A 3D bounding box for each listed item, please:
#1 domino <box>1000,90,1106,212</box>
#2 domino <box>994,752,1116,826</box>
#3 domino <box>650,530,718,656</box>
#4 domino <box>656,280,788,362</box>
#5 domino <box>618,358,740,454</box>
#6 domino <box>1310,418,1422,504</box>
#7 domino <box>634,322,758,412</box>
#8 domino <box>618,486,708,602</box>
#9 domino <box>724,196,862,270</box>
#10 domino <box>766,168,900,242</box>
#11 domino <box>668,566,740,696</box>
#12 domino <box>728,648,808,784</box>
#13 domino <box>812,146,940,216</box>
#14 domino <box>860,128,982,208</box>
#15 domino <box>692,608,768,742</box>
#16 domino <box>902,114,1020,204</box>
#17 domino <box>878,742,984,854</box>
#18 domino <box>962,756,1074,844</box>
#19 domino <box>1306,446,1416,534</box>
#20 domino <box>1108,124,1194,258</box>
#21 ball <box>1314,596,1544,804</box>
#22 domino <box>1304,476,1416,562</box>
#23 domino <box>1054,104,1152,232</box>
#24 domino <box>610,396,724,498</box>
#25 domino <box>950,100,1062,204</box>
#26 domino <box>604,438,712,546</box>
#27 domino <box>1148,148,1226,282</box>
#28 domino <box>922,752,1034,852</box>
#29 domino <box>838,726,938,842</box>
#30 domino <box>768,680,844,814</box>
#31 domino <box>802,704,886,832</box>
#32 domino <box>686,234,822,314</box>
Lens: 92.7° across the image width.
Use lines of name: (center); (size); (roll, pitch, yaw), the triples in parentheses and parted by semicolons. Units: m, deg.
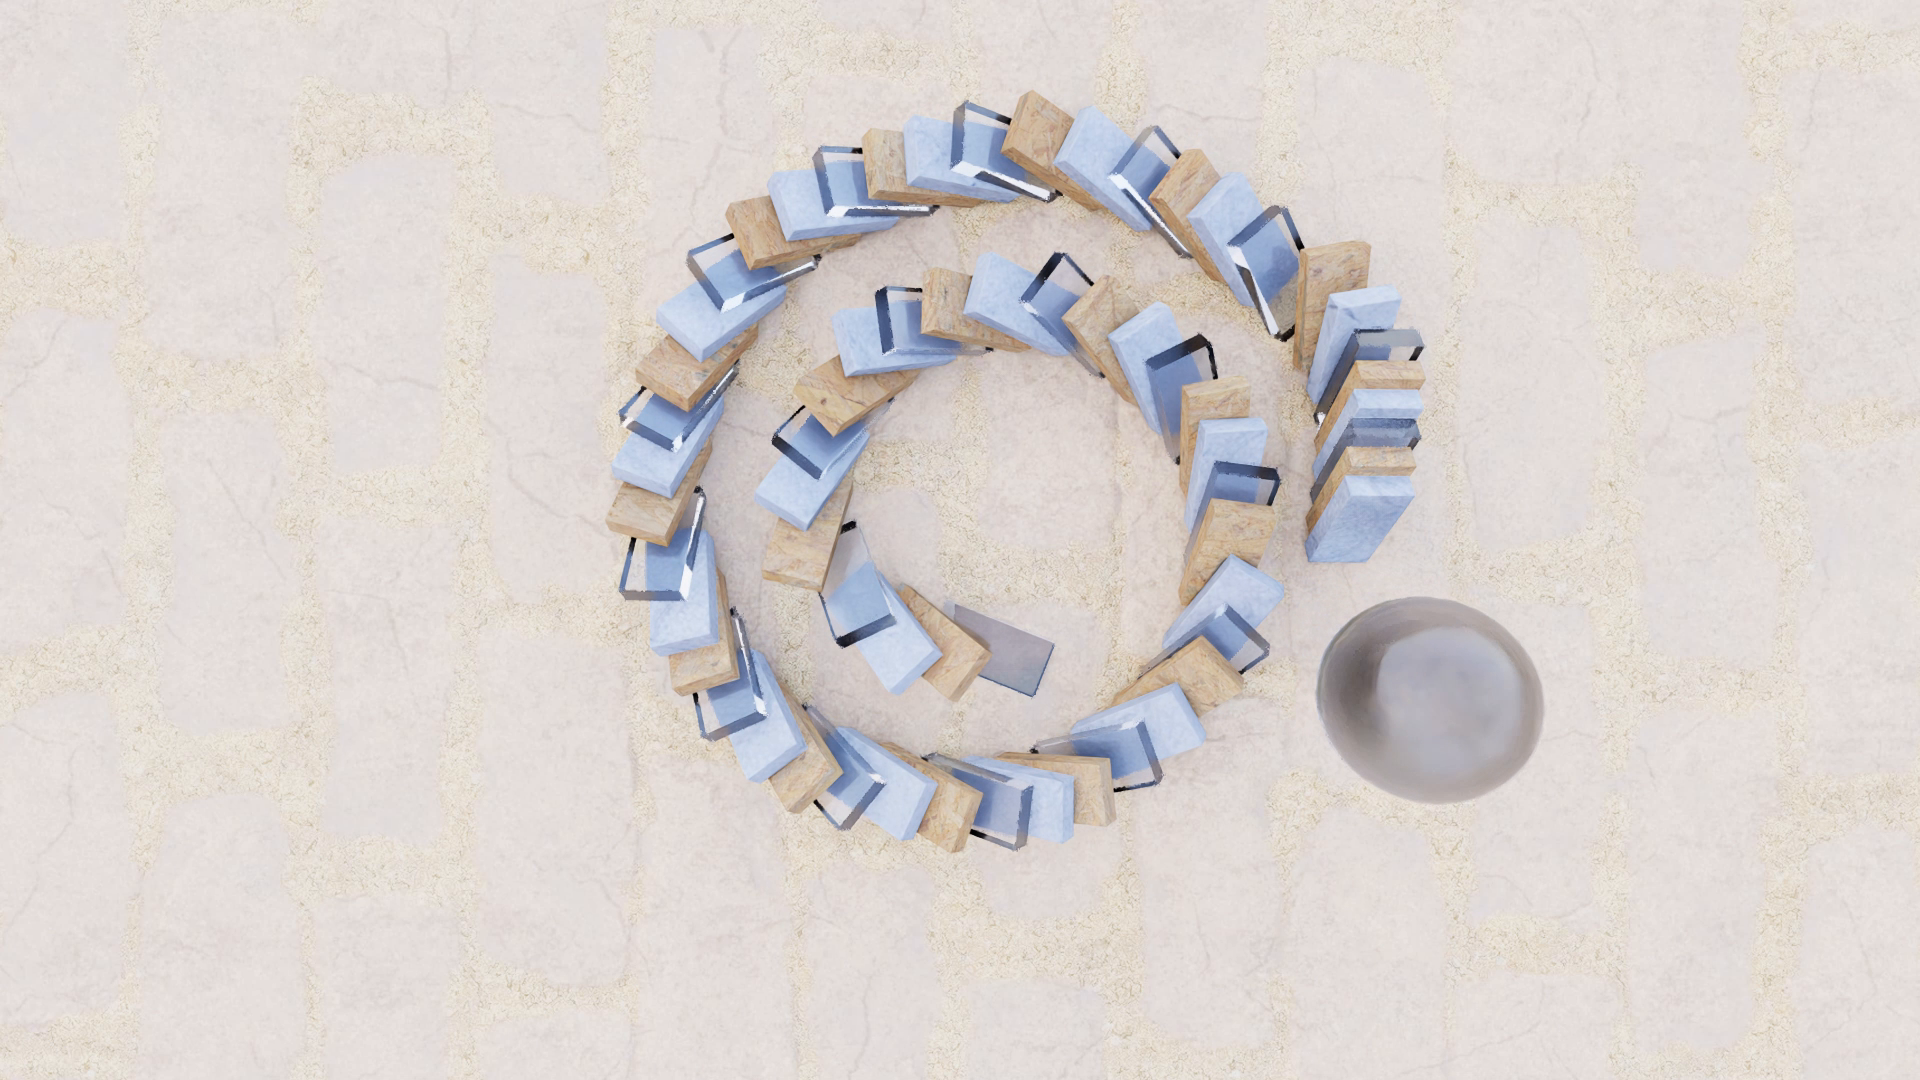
domino: (0.043, -0.162, 0.383); (0.050, 0.010, 0.025); (21, 86, -29)
domino: (0.039, 0.103, 0.381); (0.050, 0.010, 0.025); (-6, 92, 35)
domino: (-0.115, 0.022, 0.382); (0.025, 0.009, 0.050); (-14, 59, 2)
domino: (-0.099, -0.099, 0.383); (0.025, 0.010, 0.050); (42, 60, 1)
domino: (-0.116, -0.062, 0.383); (0.025, 0.009, 0.050); (27, 59, 1)
domino: (0.165, -0.030, 0.376); (0.025, 0.050, 0.010); (0, 58, 0)
domino: (-0.109, -0.079, 0.383); (0.025, 0.009, 0.050); (31, 59, 2)
domino: (-0.123, 0.001, 0.383); (0.025, 0.010, 0.050); (1, 60, 2)
domino: (-0.069, -0.132, 0.384); (0.050, 0.009, 0.025); (-24, 90, -29)
domino: (-0.052, -0.141, 0.383); (0.050, 0.010, 0.025); (-19, 89, -32)
domino: (-0.109, 0.038, 0.383); (0.025, 0.010, 0.050); (-17, 58, 0)
domino: (-0.085, 0.073, 0.382); (0.025, 0.009, 0.050); (-37, 57, 4)
domino: (-0.034, -0.149, 0.383); (0.050, 0.009, 0.025); (-12, 89, -31)
domino: (-0.015, -0.155, 0.383); (0.050, 0.010, 0.025); (-8, 90, -31)
domino: (-0.099, 0.056, 0.382); (0.025, 0.010, 0.050); (-24, 58, 2)
domino: (0.001, -0.158, 0.382); (0.050, 0.010, 0.025); (-3, 88, -32)
domino: (-0.017, 0.107, 0.382); (0.050, 0.010, 0.025); (21, 93, 33)
domino: (0.023, 0.107, 0.381); (0.050, 0.010, 0.025); (3, 95, 35)
domino: (0.163, -0.019, 0.376); (0.025, 0.050, 0.009); (0, 58, 0)
domino: (0.088, -0.145, 0.384); (0.050, 0.009, 0.025); (37, 90, -27)
ball: (0.182, 0.062, 0.360); (0.080, 0.080, 0.080); (0, 90, 0)
domino: (0.163, -0.008, 0.376); (0.025, 0.050, 0.010); (0, 58, 0)
domino: (0.065, -0.154, 0.384); (0.050, 0.010, 0.025); (27, 89, -29)
domino: (-0.121, -0.043, 0.383); (0.025, 0.009, 0.050); (20, 58, 0)
domino: (0.020, -0.161, 0.382); (0.050, 0.009, 0.025); (6, 86, -31)
domino: (-0.125, -0.024, 0.384); (0.025, 0.010, 0.050); (16, 61, 0)
domino: (0.103, -0.134, 0.382); (0.050, 0.009, 0.025); (38, 90, -33)
domino: (0.005, 0.108, 0.381); (0.050, 0.010, 0.025); (9, 96, 34)
domino: (-0.035, 0.101, 0.382); (0.050, 0.010, 0.025); (25, 91, 32)
domino: (-0.072, 0.085, 0.382); (0.025, 0.010, 0.050); (-44, 56, 3)
domino: (-0.056, 0.094, 0.383); (0.050, 0.009, 0.025); (38, 90, 31)
domino: (-0.086, -0.117, 0.384); (0.050, 0.010, 0.025); (-36, 90, -29)
